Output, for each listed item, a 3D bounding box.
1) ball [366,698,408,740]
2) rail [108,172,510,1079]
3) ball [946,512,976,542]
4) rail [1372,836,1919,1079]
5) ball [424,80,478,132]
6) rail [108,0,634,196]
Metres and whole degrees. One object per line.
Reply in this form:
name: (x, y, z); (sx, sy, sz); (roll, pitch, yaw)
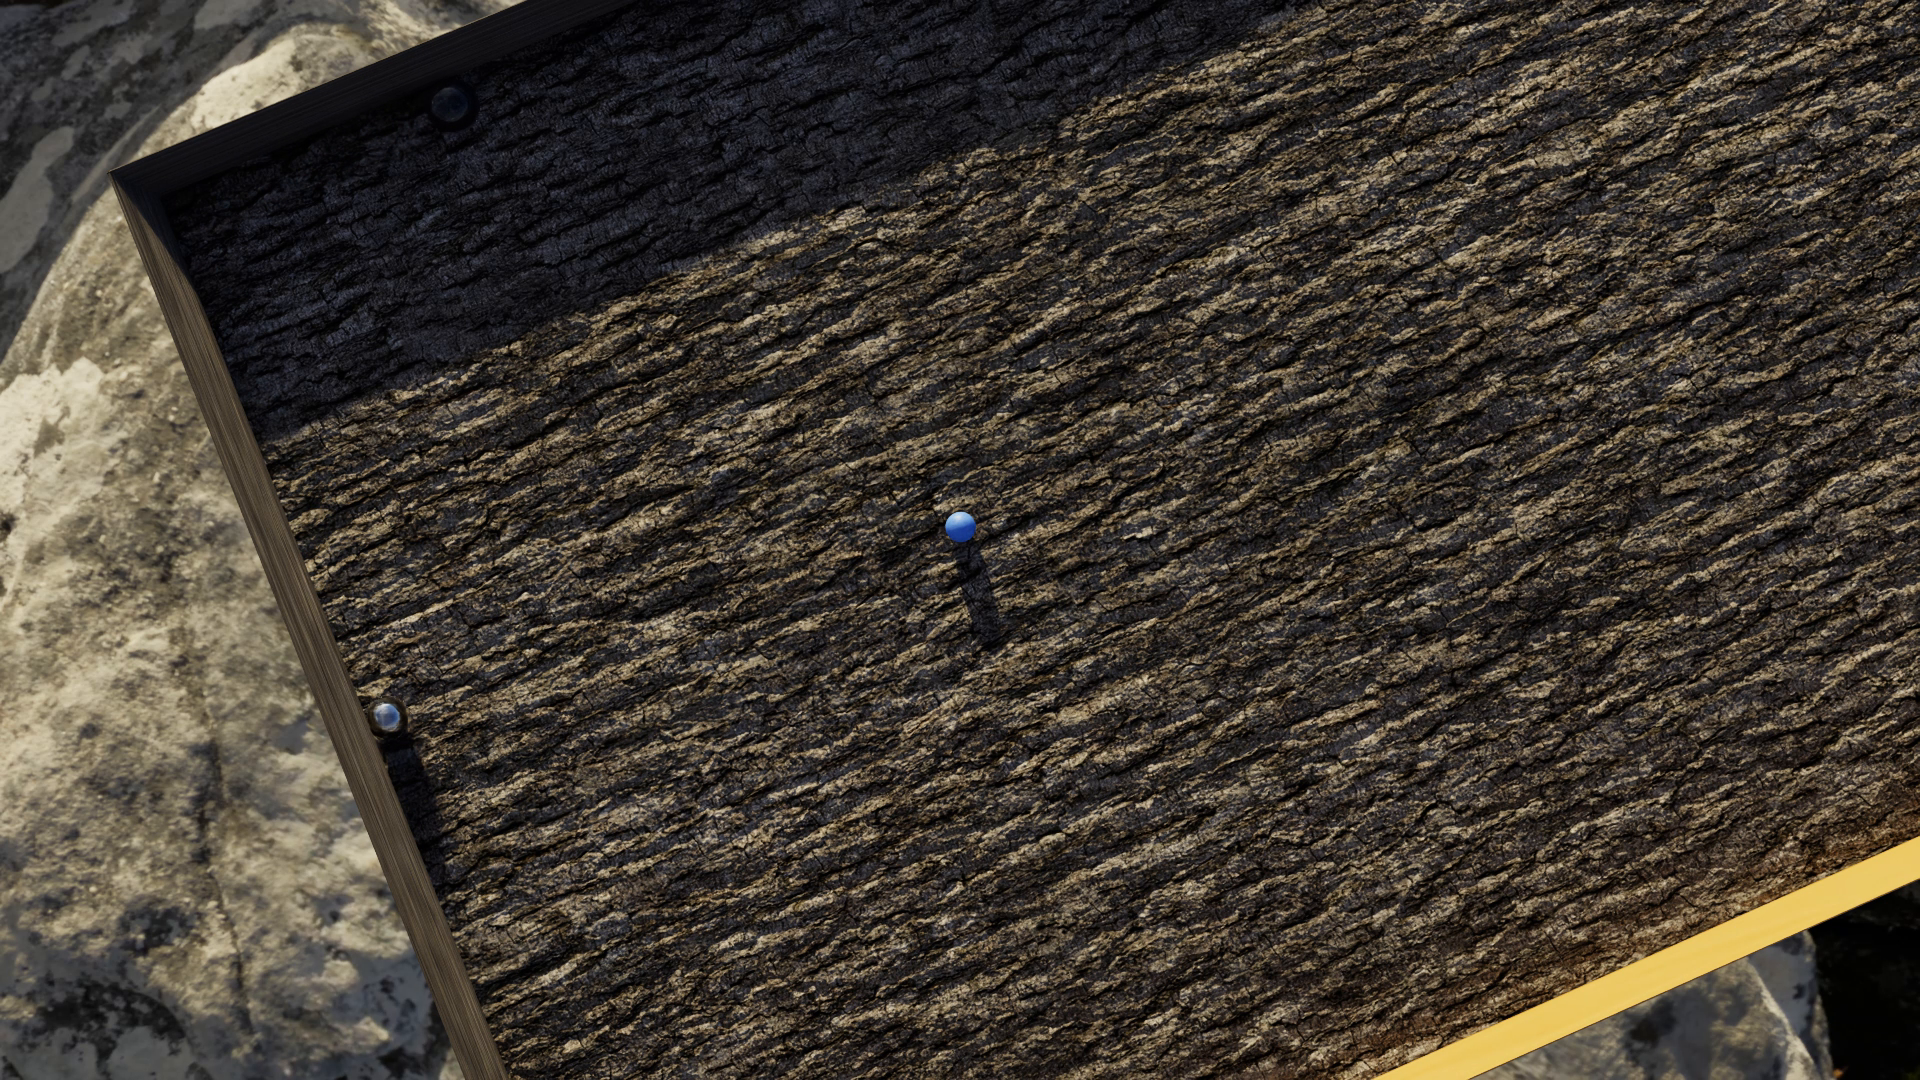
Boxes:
ball: (-0.841, 0.262, 3.231); (0.060, 0.060, 0.060); (0, 83, 0)
rail: (-0.848, 0.359, 3.197); (0.045, 0.102, 1.993); (-23, 84, -3)
ball: (0.001, -0.019, 3.272); (0.046, 0.046, 0.046); (0, 83, 0)
rail: (1.255, 0.512, 3.179); (3.789, 0.102, 0.045); (-23, 84, -3)
ball: (-0.772, -0.658, 3.333); (0.078, 0.078, 0.078); (0, 83, 0)
rail: (0.486, -1.262, 3.394); (3.789, 0.102, 0.045); (-23, 84, -3)
